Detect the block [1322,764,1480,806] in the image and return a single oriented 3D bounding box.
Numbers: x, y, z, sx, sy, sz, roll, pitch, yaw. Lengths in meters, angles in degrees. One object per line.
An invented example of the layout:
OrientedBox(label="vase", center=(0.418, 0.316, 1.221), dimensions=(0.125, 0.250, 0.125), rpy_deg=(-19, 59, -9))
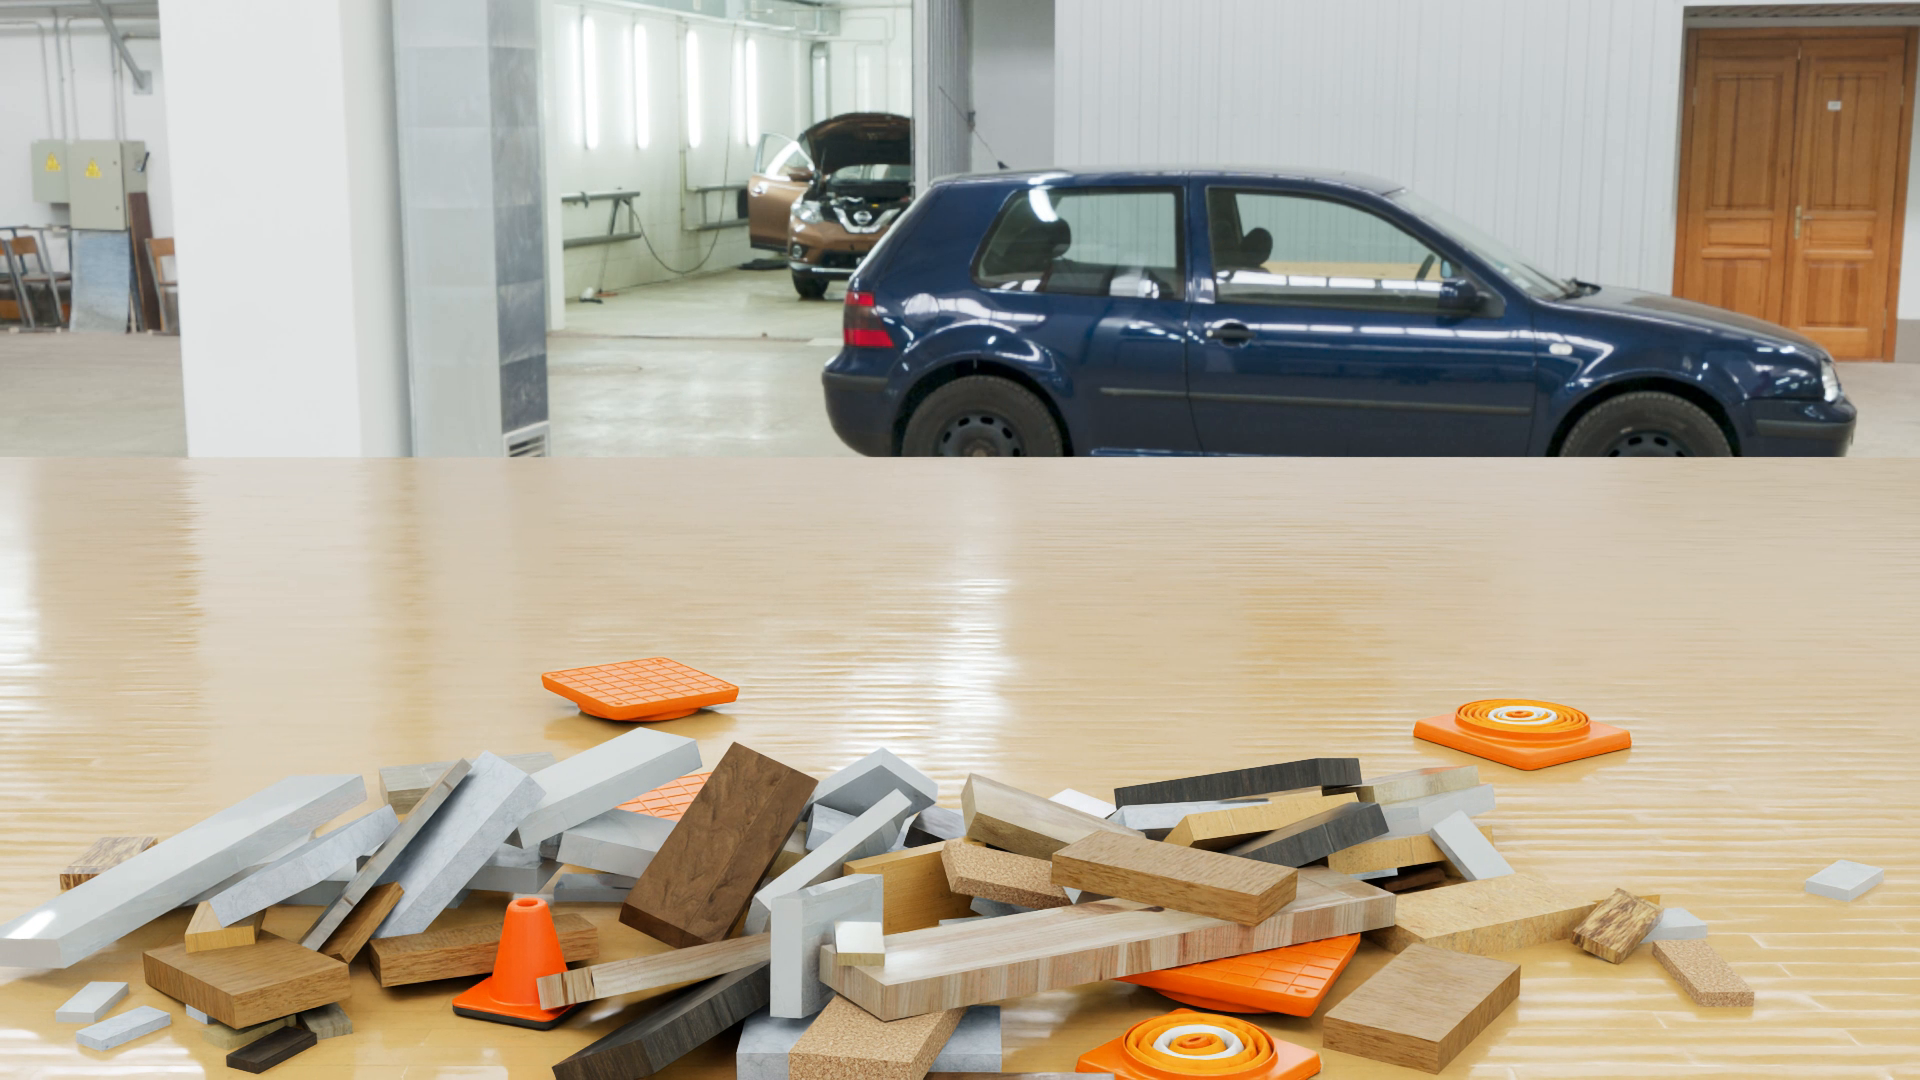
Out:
OrientedBox(label="block", center=(0.795, 0.445, 3.967), dimensions=(0.264, 0.037, 0.132), rpy_deg=(-6, -4, -34))

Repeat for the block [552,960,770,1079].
OrientedBox(label="block", center=(-0.384, 0.659, 2.986), dimensions=(0.164, 0.047, 0.329), rpy_deg=(-23, -2, 31))

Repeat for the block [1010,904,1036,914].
OrientedBox(label="block", center=(0.183, 0.575, 3.557), dimensions=(0.111, 0.031, 0.222), rpy_deg=(29, 22, 22))

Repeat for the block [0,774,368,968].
OrientedBox(label="block", center=(-1.248, 0.523, 3.555), dimensions=(0.165, 0.047, 0.681), rpy_deg=(-4, 13, 27))

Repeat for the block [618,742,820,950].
OrientedBox(label="block", center=(-0.379, 0.492, 3.515), dimensions=(0.159, 0.045, 0.417), rpy_deg=(24, 37, 6))

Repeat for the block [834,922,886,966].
OrientedBox(label="block", center=(-0.138, 0.551, 3.005), dimensions=(0.064, 0.018, 0.128), rpy_deg=(2, 9, -5))

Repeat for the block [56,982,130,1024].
OrientedBox(label="block", center=(-1.259, 0.671, 3.191), dimensions=(0.057, 0.016, 0.113), rpy_deg=(1, 11, 4))

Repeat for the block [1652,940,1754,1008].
OrientedBox(label="block", center=(1.111, 0.648, 3.295), dimensions=(0.080, 0.023, 0.210), rpy_deg=(0, 11, -1))

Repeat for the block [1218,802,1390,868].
OrientedBox(label="block", center=(0.508, 0.508, 3.572), dimensions=(0.343, 0.049, 0.171), rpy_deg=(-19, -4, -7))

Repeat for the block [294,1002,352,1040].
OrientedBox(label="block", center=(-0.908, 0.681, 3.133), dimensions=(0.057, 0.016, 0.113), rpy_deg=(-6, 12, -29))

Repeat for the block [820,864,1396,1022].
OrientedBox(label="block", center=(0.239, 0.575, 3.201), dimensions=(0.921, 0.049, 0.171), rpy_deg=(-3, 10, -33))

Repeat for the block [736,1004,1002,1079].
OrientedBox(label="block", center=(-0.120, 0.689, 3.006), dimensions=(0.352, 0.047, 0.164), rpy_deg=(0, 11, 0))

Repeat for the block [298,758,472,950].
OrientedBox(label="block", center=(-0.905, 0.500, 3.437), dimensions=(0.080, 0.023, 0.406), rpy_deg=(-34, 16, 49))

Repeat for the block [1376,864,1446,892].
OrientedBox(label="block", center=(0.754, 0.567, 3.683), dimensions=(0.103, 0.015, 0.051), rpy_deg=(-12, 5, -5))

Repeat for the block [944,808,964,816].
OrientedBox(label="block", center=(0.011, 0.514, 4.024), dimensions=(0.144, 0.020, 0.072), rpy_deg=(1, 11, 6))

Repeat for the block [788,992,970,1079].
OrientedBox(label="block", center=(-0.086, 0.640, 2.999), dimensions=(0.160, 0.045, 0.481), rpy_deg=(2, 8, 13))

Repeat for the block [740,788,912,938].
OrientedBox(label="block", center=(-0.209, 0.518, 3.465), dimensions=(0.035, 0.124, 0.317), rpy_deg=(42, 50, 18))

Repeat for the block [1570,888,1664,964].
OrientedBox(label="block", center=(1.025, 0.601, 3.428), dimensions=(0.080, 0.023, 0.159), rpy_deg=(23, 32, 34))

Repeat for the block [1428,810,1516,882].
OrientedBox(label="block", center=(0.856, 0.526, 3.669), dimensions=(0.073, 0.021, 0.147), rpy_deg=(-24, 64, -33))

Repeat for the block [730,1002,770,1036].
OrientedBox(label="block", center=(-0.266, 0.678, 3.145), dimensions=(0.128, 0.018, 0.064), rpy_deg=(-6, 12, -30))

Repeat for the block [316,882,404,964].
OrientedBox(label="block", center=(-0.924, 0.590, 3.363), dimensions=(0.080, 0.023, 0.160), rpy_deg=(-17, 25, 32))

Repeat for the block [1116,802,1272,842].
OrientedBox(label="block", center=(0.402, 0.504, 3.818), dimensions=(0.264, 0.037, 0.132), rpy_deg=(-2, -30, -10))

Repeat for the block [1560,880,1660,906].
OrientedBox(label="block", center=(1.067, 0.588, 3.624), dimensions=(0.147, 0.021, 0.073), rpy_deg=(-3, 11, -14))

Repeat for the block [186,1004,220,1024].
OrientedBox(label="block", center=(-1.055, 0.671, 3.188), dimensions=(0.057, 0.016, 0.113), rpy_deg=(9, 14, 41))

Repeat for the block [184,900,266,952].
OrientedBox(label="block", center=(-1.119, 0.584, 3.358), dimensions=(0.098, 0.028, 0.195), rpy_deg=(-6, 6, -12))

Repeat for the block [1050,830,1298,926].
OrientedBox(label="block", center=(0.325, 0.510, 3.338), dimensions=(0.333, 0.047, 0.167), rpy_deg=(8, 10, 28))

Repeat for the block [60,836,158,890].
OrientedBox(label="block", center=(-1.462, 0.555, 3.782), dimensions=(0.098, 0.028, 0.195), rpy_deg=(0, 11, -1))

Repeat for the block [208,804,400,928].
OrientedBox(label="block", center=(-1.011, 0.502, 3.419), dimensions=(0.165, 0.047, 0.330), rpy_deg=(-25, 3, 10))

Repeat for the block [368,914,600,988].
OrientedBox(label="block", center=(-0.720, 0.617, 3.320), dimensions=(0.319, 0.045, 0.159), rpy_deg=(-4, 0, -21))

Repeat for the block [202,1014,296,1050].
OrientedBox(label="block", center=(-1.002, 0.687, 3.101), dimensions=(0.057, 0.016, 0.113), rpy_deg=(8, 13, 36))

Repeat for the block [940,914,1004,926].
OrientedBox(label="block", center=(0.042, 0.629, 3.378), dimensions=(0.104, 0.029, 0.208), rpy_deg=(-3, 11, -14))

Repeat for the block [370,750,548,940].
OrientedBox(label="block", center=(-0.818, 0.493, 3.479), dimensions=(0.339, 0.048, 0.170), rpy_deg=(-49, 32, -17))

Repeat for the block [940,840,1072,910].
OrientedBox(label="block", center=(0.130, 0.547, 3.489), dimensions=(0.318, 0.029, 0.104), rpy_deg=(14, 21, -17))

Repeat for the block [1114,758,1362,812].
OrientedBox(label="block", center=(0.494, 0.441, 3.928), dimensions=(0.408, 0.047, 0.167), rpy_deg=(-13, -12, 33))

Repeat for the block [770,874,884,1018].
OrientedBox(label="block", center=(-0.186, 0.574, 3.137), dimensions=(0.045, 0.160, 0.320), rpy_deg=(-1, -2, 18))
